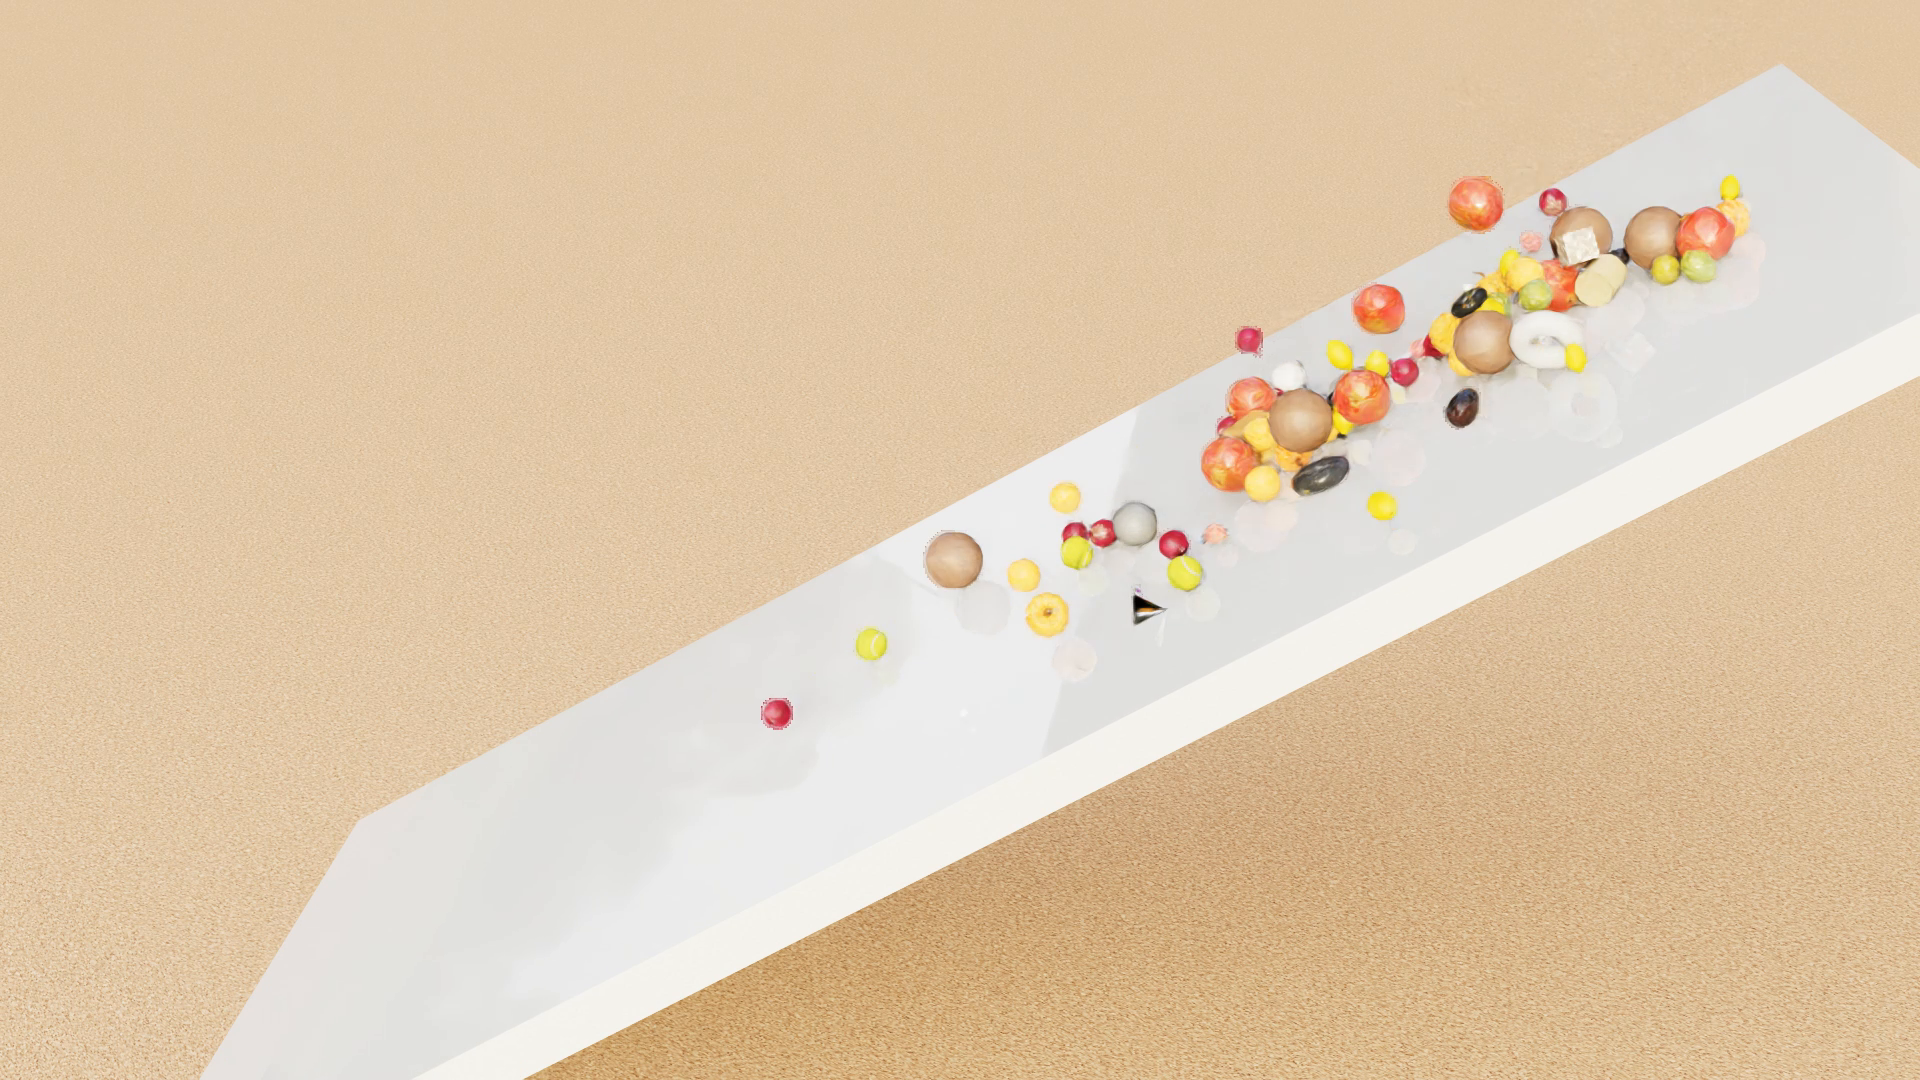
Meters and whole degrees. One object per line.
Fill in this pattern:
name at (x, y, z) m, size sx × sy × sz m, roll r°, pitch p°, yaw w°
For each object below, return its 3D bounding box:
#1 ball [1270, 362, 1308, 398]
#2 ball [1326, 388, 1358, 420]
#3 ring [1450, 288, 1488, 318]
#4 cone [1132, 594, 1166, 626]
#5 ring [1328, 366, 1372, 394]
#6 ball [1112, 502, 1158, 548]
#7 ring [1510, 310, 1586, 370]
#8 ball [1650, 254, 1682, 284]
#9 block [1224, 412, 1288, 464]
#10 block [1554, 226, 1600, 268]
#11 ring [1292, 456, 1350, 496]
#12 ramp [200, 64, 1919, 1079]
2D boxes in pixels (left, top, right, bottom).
ball at (0.725, -0.352, 6.489) m, size 0.083 × 0.083 × 0.083 m, roll 0°, pitch 18°, yaw 0°
ball at (0.797, -0.282, 6.142) m, size 0.066 × 0.066 × 0.066 m, roll 0°, pitch 18°, yaw 0°
ring at (1.027, -0.479, 5.936) m, size 0.083 × 0.028 × 0.083 m, roll -35°, pitch 14°, yaw 10°
cone at (0.367, 0.135, 5.678) m, size 0.065 × 0.065 × 0.065 m, roll -1°, pitch 18°, yaw 6°
ring at (0.837, -0.336, 6.310) m, size 0.101 × 0.034 × 0.101 m, roll -29°, pitch 16°, yaw 9°
ball at (0.364, -0.032, 6.114) m, size 0.095 × 0.095 × 0.095 m, roll 0°, pitch 18°, yaw 0°
ring at (1.128, -0.383, 5.652) m, size 0.144 × 0.144 × 0.048 m, roll 4°, pitch 51°, yaw 13°
ball at (1.392, -0.533, 5.800) m, size 0.059 × 0.059 × 0.059 m, roll 0°, pitch 18°, yaw 0°
block at (0.627, -0.216, 6.231) m, size 0.082 × 0.082 × 0.082 m, roll -35°, pitch 15°, yaw -17°
block at (1.243, -0.590, 5.926) m, size 0.063 × 0.063 × 0.063 m, roll -16°, pitch 2°, yaw -4°
ring at (0.715, -0.127, 5.823) m, size 0.125 × 0.042 × 0.125 m, roll -23°, pitch 12°, yaw 5°
ramp at (0.142, 0.168, 6.284) m, size 4.000 × 0.100 × 2.000 m, roll -28°, pitch 15°, yaw 12°
